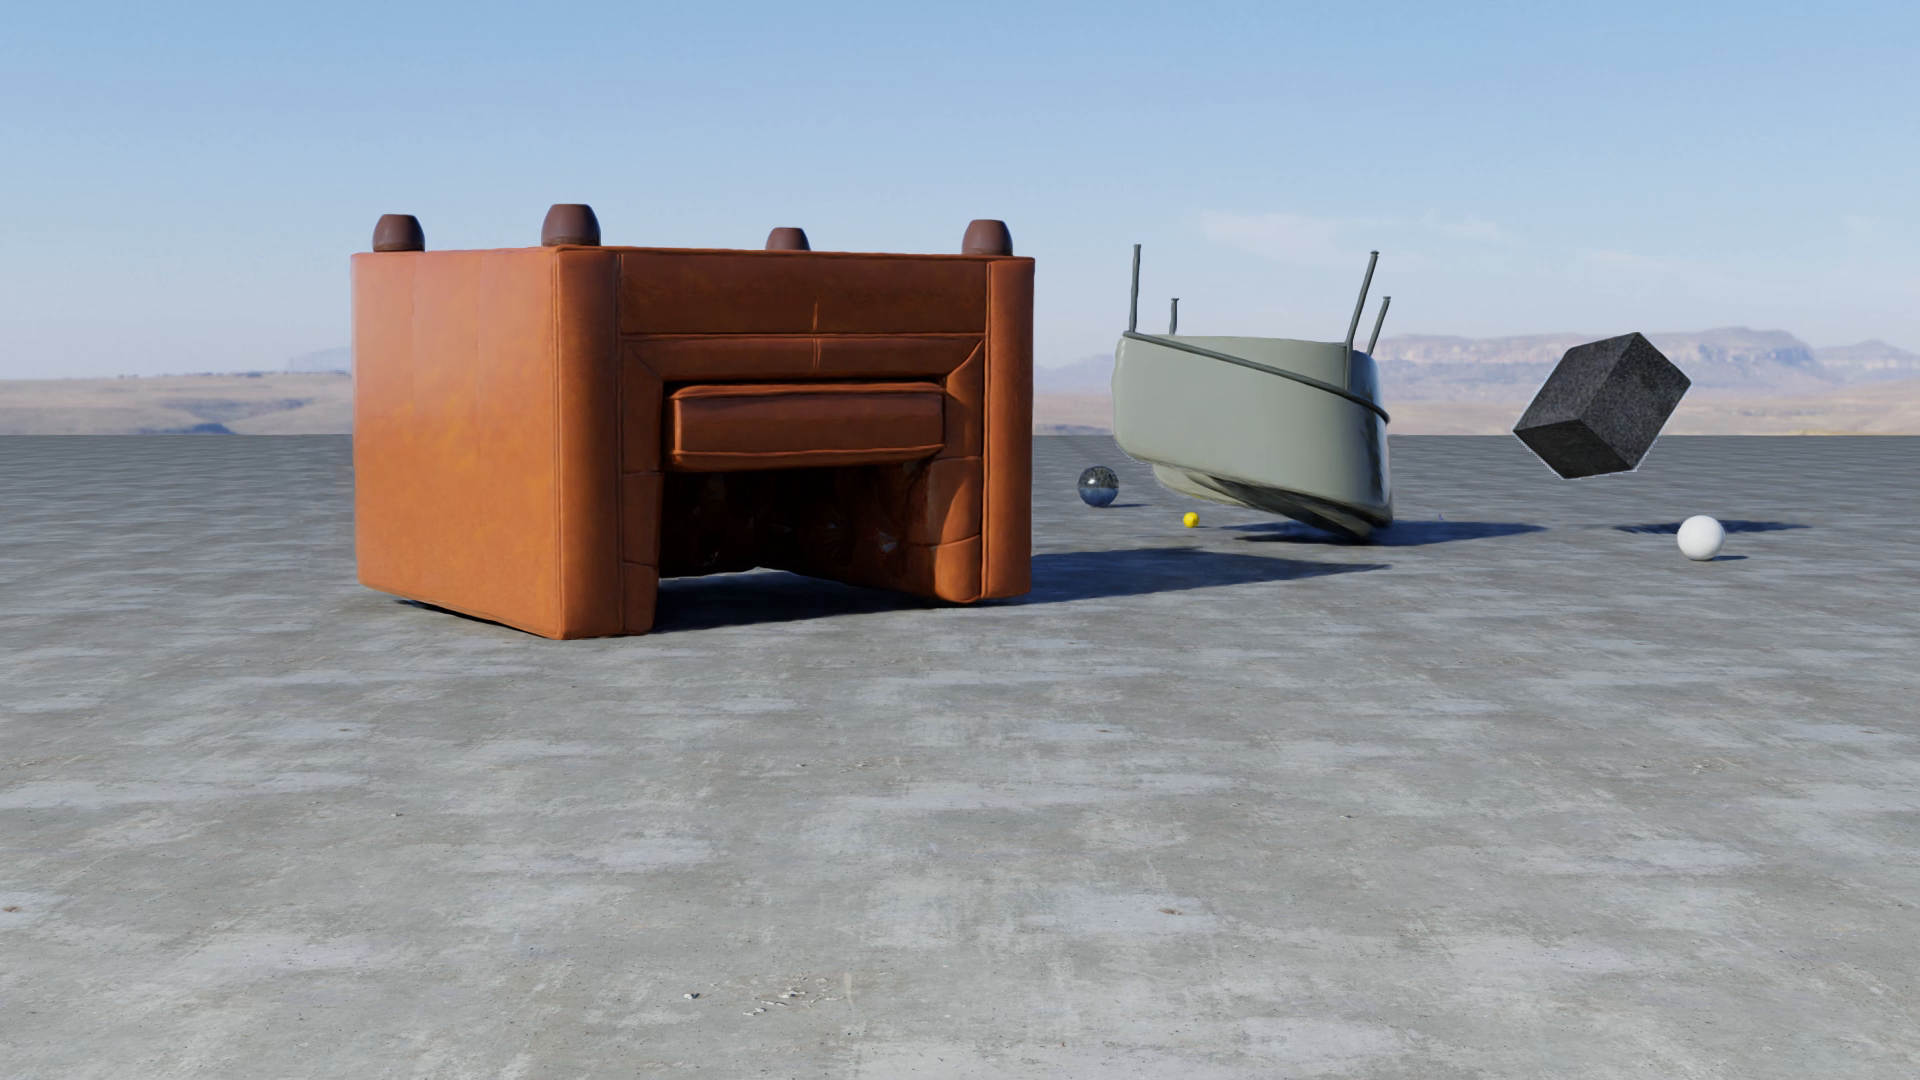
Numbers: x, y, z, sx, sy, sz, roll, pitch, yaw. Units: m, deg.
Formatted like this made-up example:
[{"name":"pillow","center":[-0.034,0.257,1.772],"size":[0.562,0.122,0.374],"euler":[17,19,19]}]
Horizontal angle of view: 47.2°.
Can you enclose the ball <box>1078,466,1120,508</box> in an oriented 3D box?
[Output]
[{"name":"ball","center":[0.526,-0.204,8.353],"size":[0.160,0.160,0.160],"euler":[0,4,0]}]

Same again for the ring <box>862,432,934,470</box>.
[{"name":"ring","center":[-0.164,-0.238,5.881],"size":[0.196,0.112,0.049],"euler":[2,40,-4]}]

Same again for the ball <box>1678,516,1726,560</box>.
[{"name":"ball","center":[1.940,-0.006,5.756],"size":[0.119,0.119,0.119],"euler":[0,4,0]}]

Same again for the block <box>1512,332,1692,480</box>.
[{"name":"block","center":[1.917,-0.398,6.580],"size":[0.231,0.334,0.353],"euler":[40,-14,-12]}]
